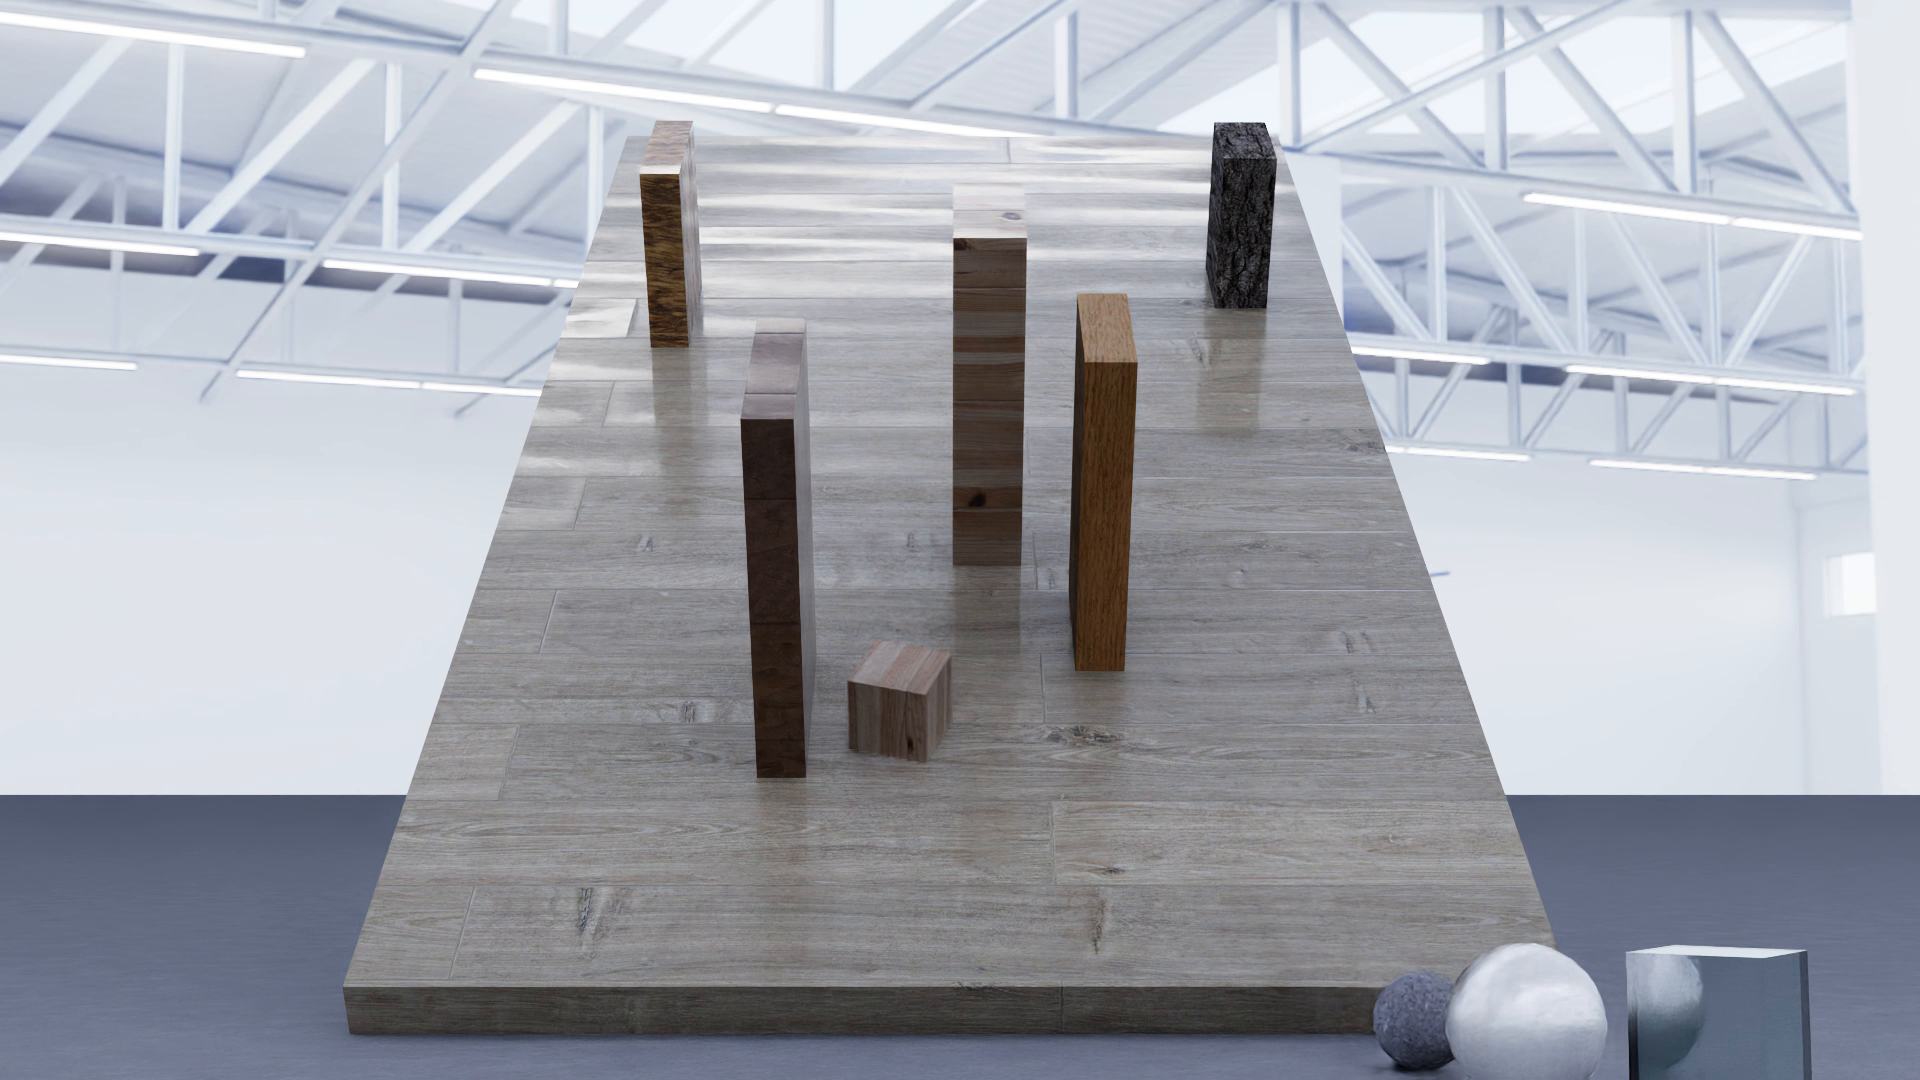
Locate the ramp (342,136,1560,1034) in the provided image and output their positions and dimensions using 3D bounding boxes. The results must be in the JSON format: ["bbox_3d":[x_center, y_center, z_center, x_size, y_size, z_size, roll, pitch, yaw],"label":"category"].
[{"bbox_3d":[-0.013,-0.214,5.684,2.000,0.100,4.000,0,29,0],"label":"ramp"}]

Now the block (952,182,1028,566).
[{"bbox_3d":[0.058,-0.344,5.057,0.146,0.746,0.299,0,29,0],"label":"block"}]

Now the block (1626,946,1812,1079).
[{"bbox_3d":[1.021,0.646,3.236,0.184,0.184,0.184,-4,-7,36],"label":"block"}]

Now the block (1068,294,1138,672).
[{"bbox_3d":[0.276,-0.111,4.721,0.097,0.672,0.314,0,29,0],"label":"block"}]

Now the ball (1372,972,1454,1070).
[{"bbox_3d":[0.664,0.692,3.466,0.139,0.139,0.139,0,-6,0],"label":"ball"}]

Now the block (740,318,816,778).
[{"bbox_3d":[-0.328,0.015,4.427,0.090,0.737,0.414,0,29,0],"label":"block"}]

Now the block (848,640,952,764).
[{"bbox_3d":[-0.111,0.302,4.515,0.153,0.153,0.153,9,31,16],"label":"block"}]

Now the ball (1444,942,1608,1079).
[{"bbox_3d":[0.729,0.623,3.104,0.204,0.204,0.204,0,-6,0],"label":"ball"}]

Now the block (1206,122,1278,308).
[{"bbox_3d":[0.732,-0.850,6.294,0.134,0.412,0.270,0,29,0],"label":"block"}]

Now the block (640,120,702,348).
[{"bbox_3d":[-0.730,-0.779,6.108,0.096,0.462,0.379,0,29,0],"label":"block"}]
